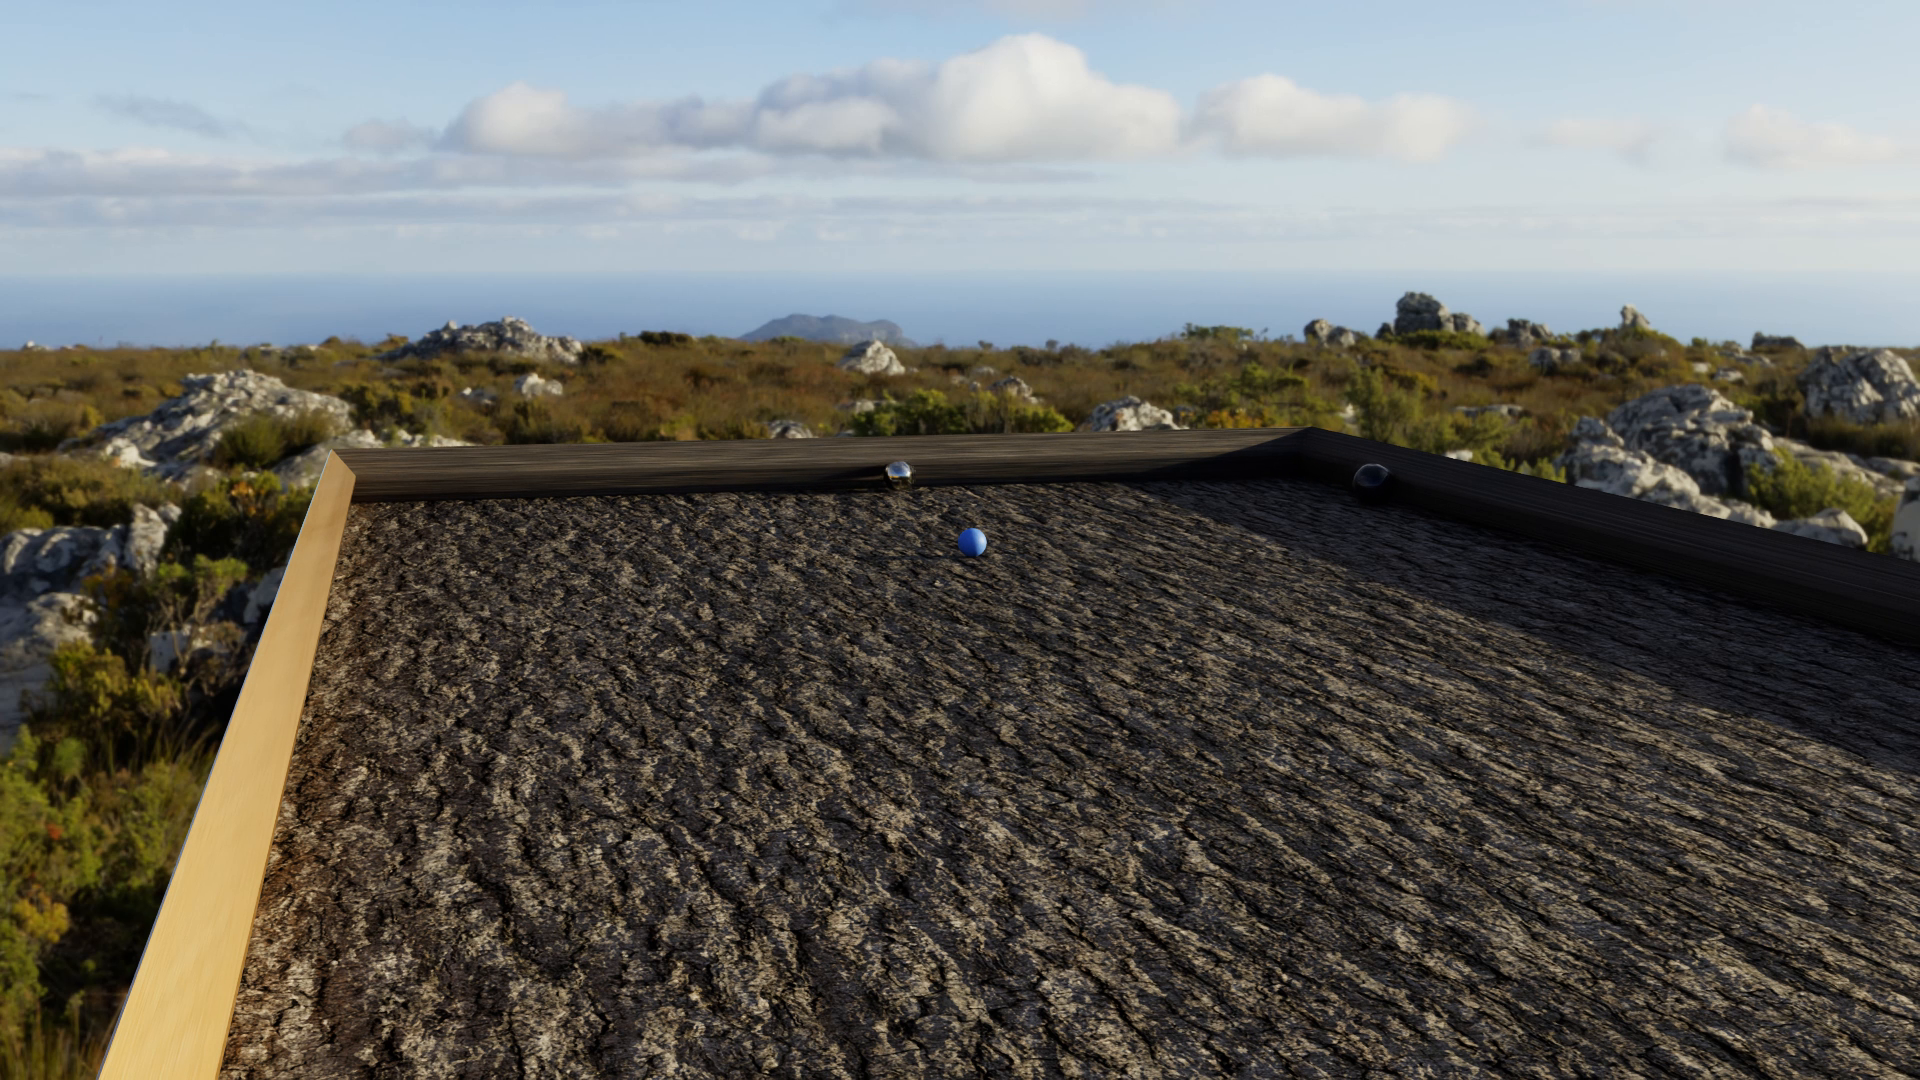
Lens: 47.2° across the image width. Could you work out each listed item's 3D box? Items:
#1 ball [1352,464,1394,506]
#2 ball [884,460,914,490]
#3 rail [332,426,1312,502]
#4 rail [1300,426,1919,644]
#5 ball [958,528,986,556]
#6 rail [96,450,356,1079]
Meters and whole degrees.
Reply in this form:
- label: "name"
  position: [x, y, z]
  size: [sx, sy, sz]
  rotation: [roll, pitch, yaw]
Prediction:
- label: "ball"
  position: [0.779, -0.105, 4.148]
  size: [0.078, 0.078, 0.078]
  rotation: [0, 8, 0]
- label: "ball"
  position: [-0.123, -0.127, 4.368]
  size: [0.060, 0.060, 0.060]
  rotation: [0, 8, 0]
- label: "rail"
  position: [-0.220, -0.152, 4.388]
  size: [1.993, 0.102, 0.045]
  rotation: [-2, 8, -14]
- label: "rail"
  position: [1.171, 0.073, 2.819]
  size: [0.045, 0.102, 3.789]
  rotation: [-2, 8, -14]
- label: "ball"
  position: [0.019, 0.004, 3.500]
  size: [0.046, 0.046, 0.046]
  rotation: [0, 8, 0]
- label: "rail"
  position: [-0.719, 0.138, 2.360]
  size: [0.045, 0.102, 3.789]
  rotation: [-2, 8, -14]
